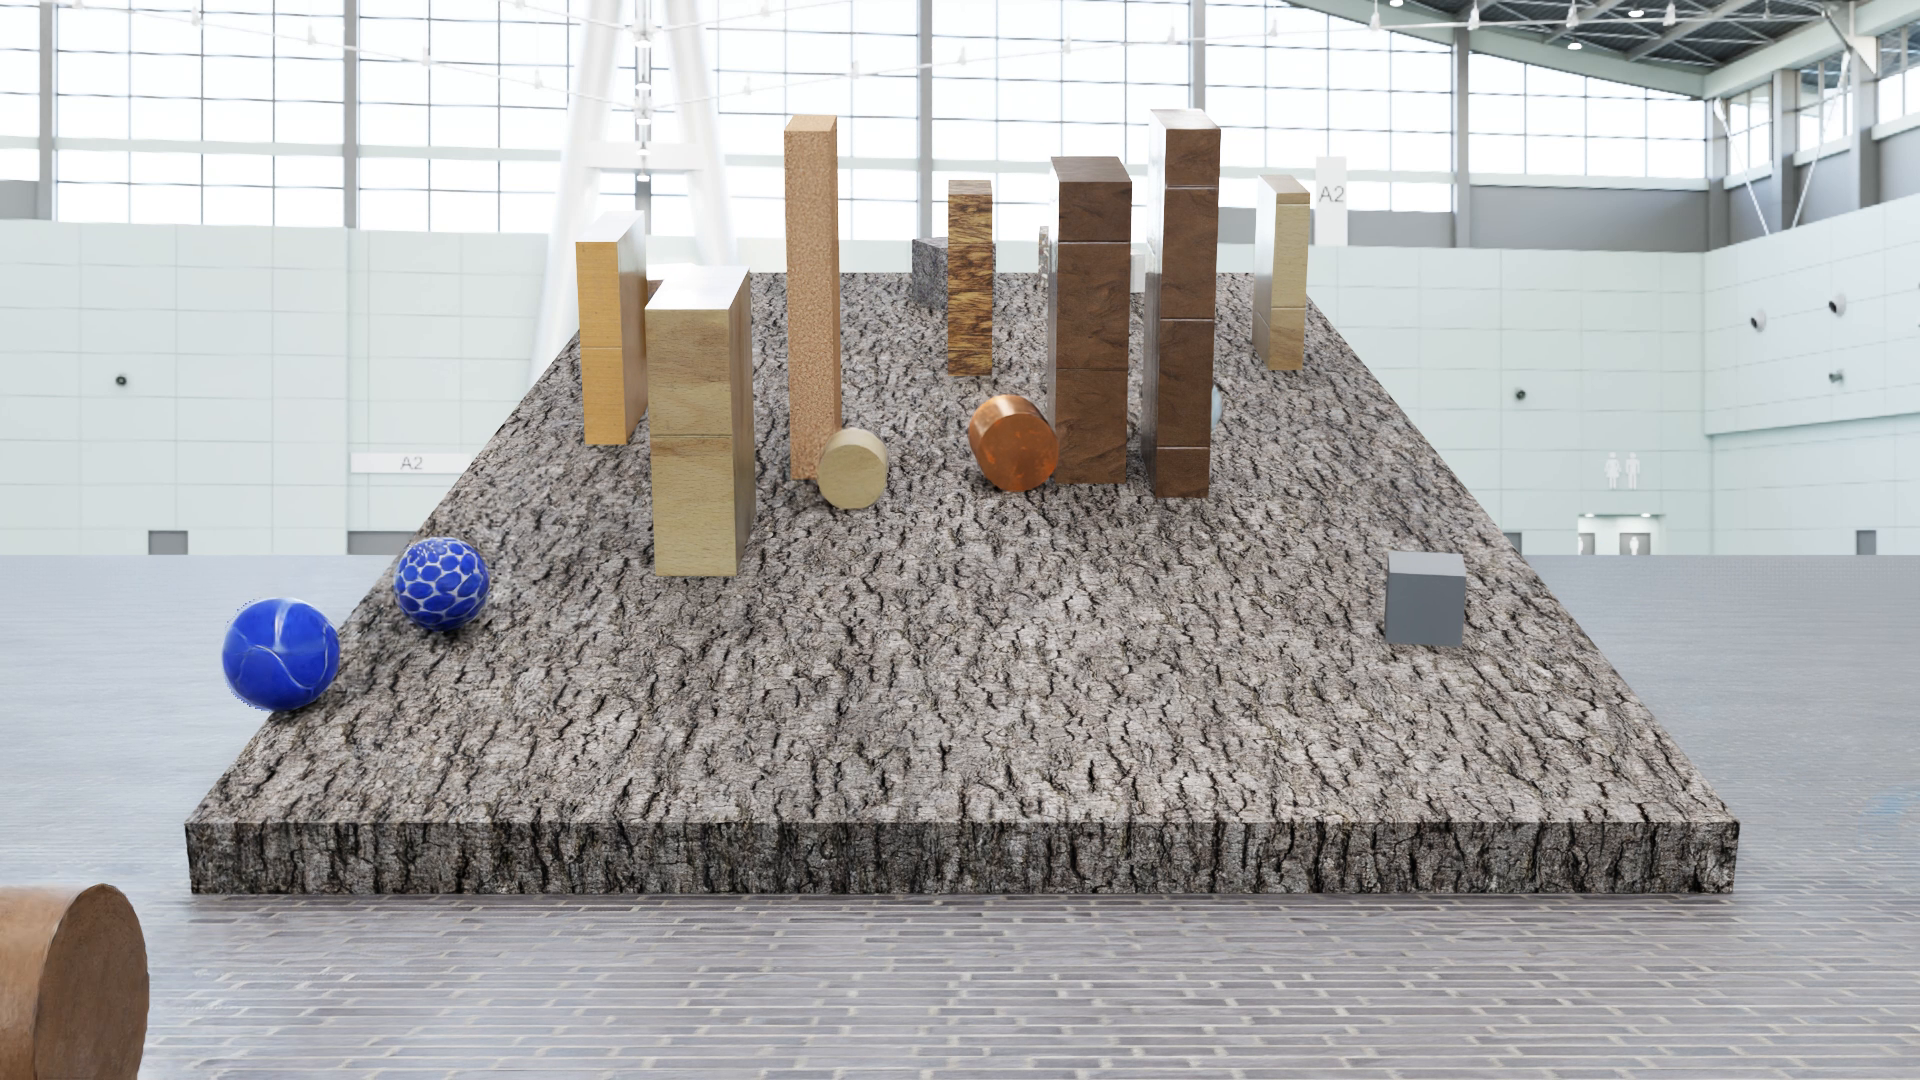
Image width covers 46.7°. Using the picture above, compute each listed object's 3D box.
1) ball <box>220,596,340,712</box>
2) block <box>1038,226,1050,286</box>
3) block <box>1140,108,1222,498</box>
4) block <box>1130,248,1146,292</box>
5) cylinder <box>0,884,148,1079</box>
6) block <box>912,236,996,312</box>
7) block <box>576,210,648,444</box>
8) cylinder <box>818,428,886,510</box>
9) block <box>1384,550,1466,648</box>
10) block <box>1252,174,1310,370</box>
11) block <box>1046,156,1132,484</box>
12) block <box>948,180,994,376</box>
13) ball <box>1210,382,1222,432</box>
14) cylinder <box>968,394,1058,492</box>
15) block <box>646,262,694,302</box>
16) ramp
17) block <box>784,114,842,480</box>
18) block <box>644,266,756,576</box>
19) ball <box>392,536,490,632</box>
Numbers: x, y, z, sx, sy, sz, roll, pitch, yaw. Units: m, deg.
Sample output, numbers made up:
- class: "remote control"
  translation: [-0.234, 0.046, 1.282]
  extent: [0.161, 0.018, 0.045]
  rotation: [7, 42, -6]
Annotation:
- class: "ball"
  translation: [-0.983, 0.165, 3.217]
  extent: [0.166, 0.166, 0.166]
  rotation: [0, 0, 0]
- class: "block"
  translation: [0.308, -0.831, 6.502]
  extent: [0.154, 0.154, 0.154]
  rotation: [1, 17, 3]
- class: "block"
  translation: [0.431, -0.473, 4.380]
  extent: [0.103, 0.708, 0.353]
  rotation: [0, 17, 0]
- class: "block"
  translation: [0.464, -0.776, 6.398]
  extent: [0.110, 0.110, 0.110]
  rotation: [-5, 18, -15]
- class: "cylinder"
  translation: [-0.744, 0.356, 1.667]
  extent: [0.195, 0.195, 0.195]
  rotation: [0, 0, 3]
- class: "block"
  translation: [-0.017, -0.746, 6.189]
  extent: [0.174, 0.174, 0.174]
  rotation: [-9, 19, -26]
- class: "block"
  translation: [-0.751, -0.471, 4.843]
  extent: [0.087, 0.432, 0.424]
  rotation: [0, 17, 0]
- class: "cylinder"
  translation: [-0.206, -0.137, 4.270]
  extent: [0.129, 0.129, 0.129]
  rotation: [0, 17, 0]
- class: "block"
  translation: [0.740, 0.093, 3.540]
  extent: [0.117, 0.117, 0.117]
  rotation: [3, 17, 9]
- class: "block"
  translation: [0.791, -0.665, 5.490]
  extent: [0.083, 0.430, 0.322]
  rotation: [0, 17, 0]
- class: "block"
  translation: [0.258, -0.455, 4.513]
  extent: [0.141, 0.597, 0.392]
  rotation: [0, 17, 0]
- class: "block"
  translation: [0.024, -0.640, 5.395]
  extent: [0.106, 0.435, 0.258]
  rotation: [0, 17, 0]
- class: "ball"
  translation: [0.477, -0.282, 4.704]
  extent: [0.155, 0.155, 0.155]
  rotation: [0, 0, 0]
- class: "cylinder"
  translation: [0.105, -0.193, 4.405]
  extent: [0.158, 0.158, 0.158]
  rotation: [0, 17, -8]
- class: "block"
  translation: [-0.749, -0.569, 5.554]
  extent: [0.205, 0.205, 0.205]
  rotation: [-5, 18, -18]
- class: "ramp"
  translation: [-0.003, -0.173, 4.782]
  extent: [2.000, 0.100, 4.000]
  rotation: [0, 17, 0]
- class: "block"
  translation: [-0.294, -0.493, 4.476]
  extent: [0.088, 0.689, 0.287]
  rotation: [0, 17, 0]
- class: "block"
  translation: [-0.456, -0.221, 3.964]
  extent: [0.140, 0.468, 0.411]
  rotation: [0, 17, 0]
- class: "ball"
  translation: [-0.828, 0.070, 3.551]
  extent: [0.151, 0.151, 0.151]
  rotation: [0, 0, 0]
